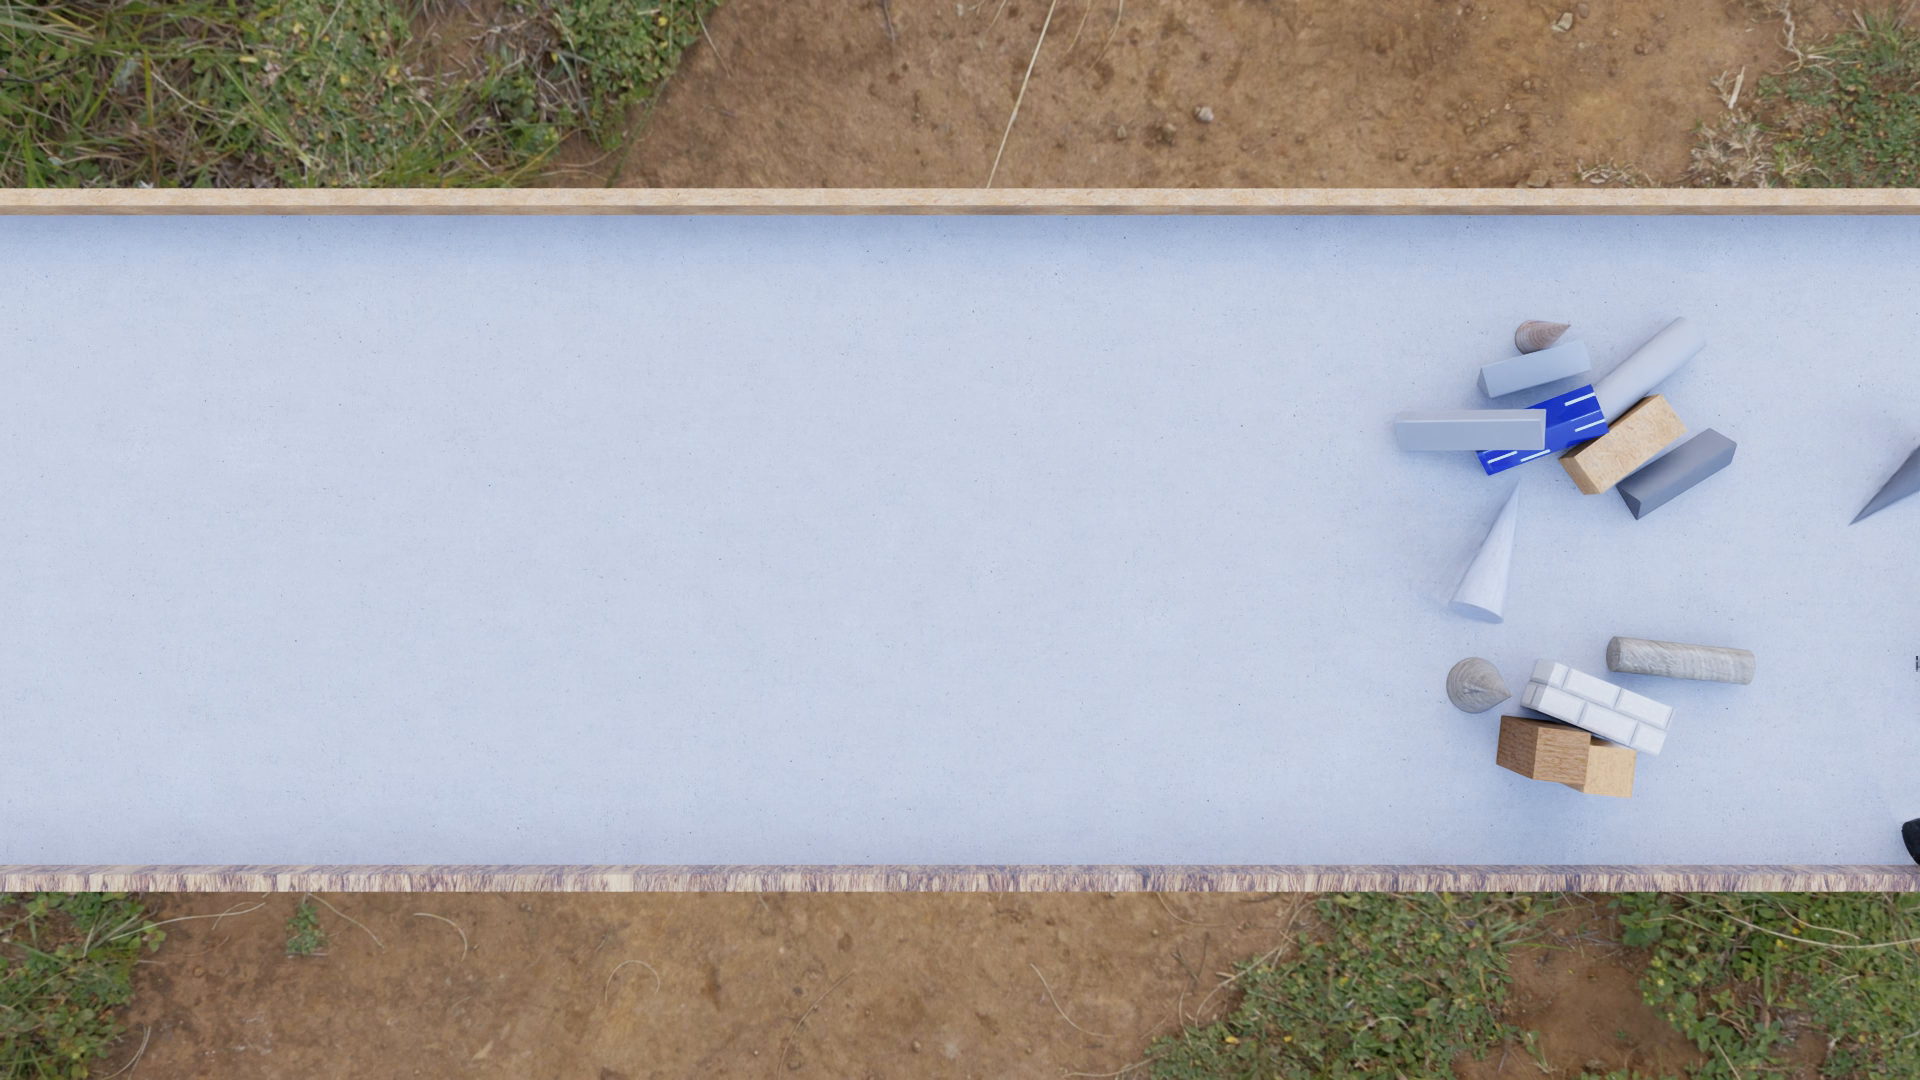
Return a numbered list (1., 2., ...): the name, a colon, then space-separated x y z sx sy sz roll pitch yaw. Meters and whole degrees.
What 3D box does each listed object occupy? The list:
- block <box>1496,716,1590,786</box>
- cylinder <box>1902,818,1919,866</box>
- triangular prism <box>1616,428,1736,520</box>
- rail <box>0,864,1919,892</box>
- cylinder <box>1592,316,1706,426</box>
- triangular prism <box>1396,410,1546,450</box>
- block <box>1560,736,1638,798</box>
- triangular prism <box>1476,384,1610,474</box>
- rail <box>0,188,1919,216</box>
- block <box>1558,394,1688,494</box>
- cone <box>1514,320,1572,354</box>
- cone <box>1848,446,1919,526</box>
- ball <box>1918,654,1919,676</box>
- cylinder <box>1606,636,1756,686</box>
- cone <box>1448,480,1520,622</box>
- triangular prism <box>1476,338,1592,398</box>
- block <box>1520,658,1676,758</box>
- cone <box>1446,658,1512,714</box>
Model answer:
1. block: 1.733 0.623 4.913 0.152 0.328 0.152 6 90 0
2. cylinder: 3.089 0.866 5.000 0.388 0.153 0.153 -18 90 0
3. triangular prism: 2.193 -0.203 5.019 0.339 0.109 0.126 -31 90 0
4. rail: -2.247 1.025 5.001 12.000 0.150 0.050 0 90 0
5. cylinder: 2.062 -0.499 5.016 0.420 0.121 0.121 -39 90 0
6. triangular prism: 1.520 -0.342 4.923 0.417 0.106 0.123 1 78 27
7. block: 1.876 0.667 4.917 0.140 0.318 0.140 6 91 0
8. triangular prism: 1.736 -0.325 4.945 0.369 0.132 0.152 -21 90 21
9. rail: -2.247 -1.025 5.002 12.000 0.150 0.050 0 90 0
10. block: 2.010 -0.289 5.008 0.323 0.136 0.136 -36 90 0
11. cone: 1.764 -0.621 4.915 0.115 0.322 0.115 0 90 0
12. cone: 2.869 -0.160 5.042 0.369 0.141 0.141 -41 90 11
13. ball: 3.062 0.378 4.879 0.395 0.395 0.395 0 90 0
14. cylinder: 2.193 0.368 5.023 0.409 0.108 0.108 6 90 0
15. cone: 1.642 0.013 5.036 0.165 0.165 0.451 22 80 0
16. triangular prism: 1.742 -0.531 5.013 0.319 0.098 0.085 -16 120 0
17. block: 1.931 0.507 4.999 0.385 0.154 0.154 21 90 0
18. cone: 1.583 0.448 4.902 0.173 0.349 0.173 0 90 0
